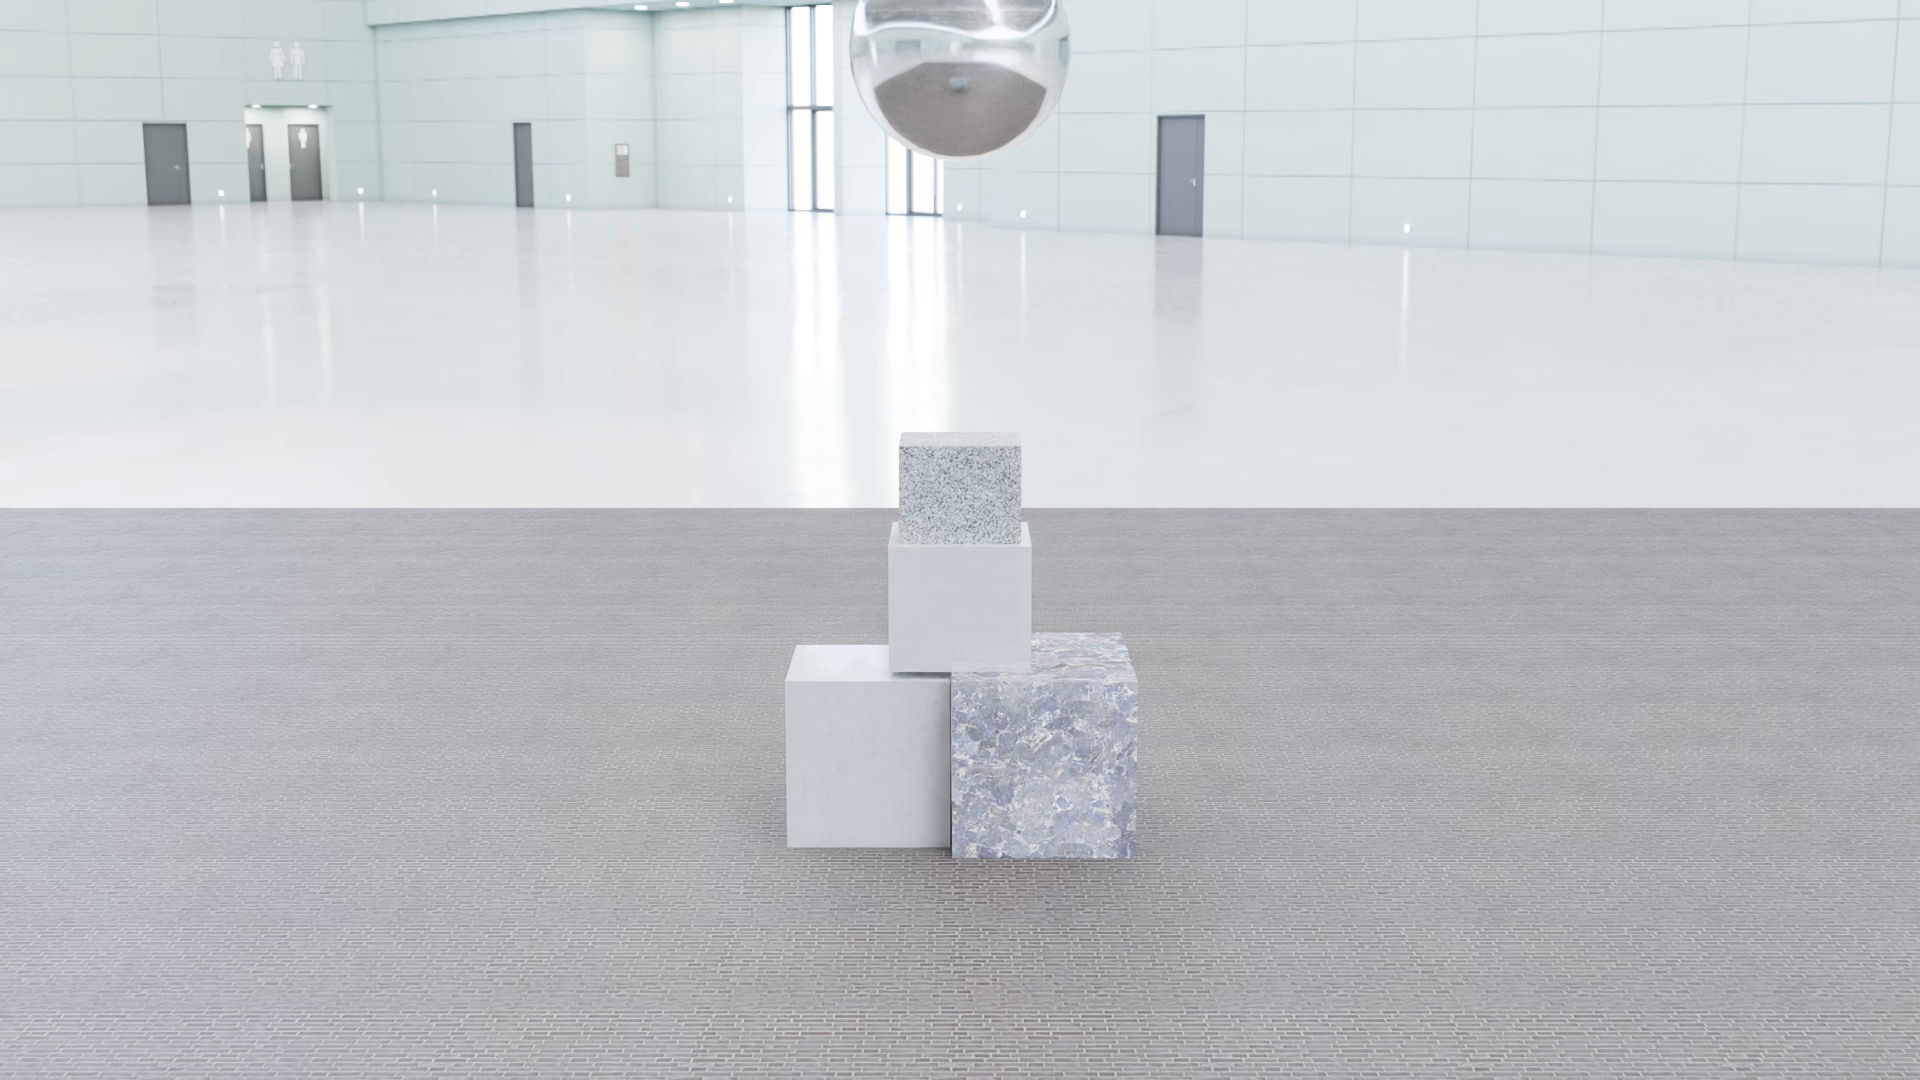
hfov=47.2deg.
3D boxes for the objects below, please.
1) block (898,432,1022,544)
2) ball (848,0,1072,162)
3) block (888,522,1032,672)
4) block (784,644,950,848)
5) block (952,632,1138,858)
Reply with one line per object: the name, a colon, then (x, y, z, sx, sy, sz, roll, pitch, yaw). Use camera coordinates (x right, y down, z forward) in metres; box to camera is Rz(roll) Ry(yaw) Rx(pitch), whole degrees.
block: (0.000, -0.270, 11.132, 0.605, 0.490, 0.553, 0, 10, 0)
ball: (0.000, -3.520, 15.780, 1.600, 1.600, 1.600, 0, 10, 0)
block: (0.000, 0.281, 11.238, 0.707, 0.632, 0.719, 0, 10, 0)
block: (-0.459, 1.052, 11.375, 0.820, 0.860, 0.799, 0, 10, 0)
block: (0.415, 1.037, 11.354, 0.907, 0.897, 1.098, 0, 10, 0)
